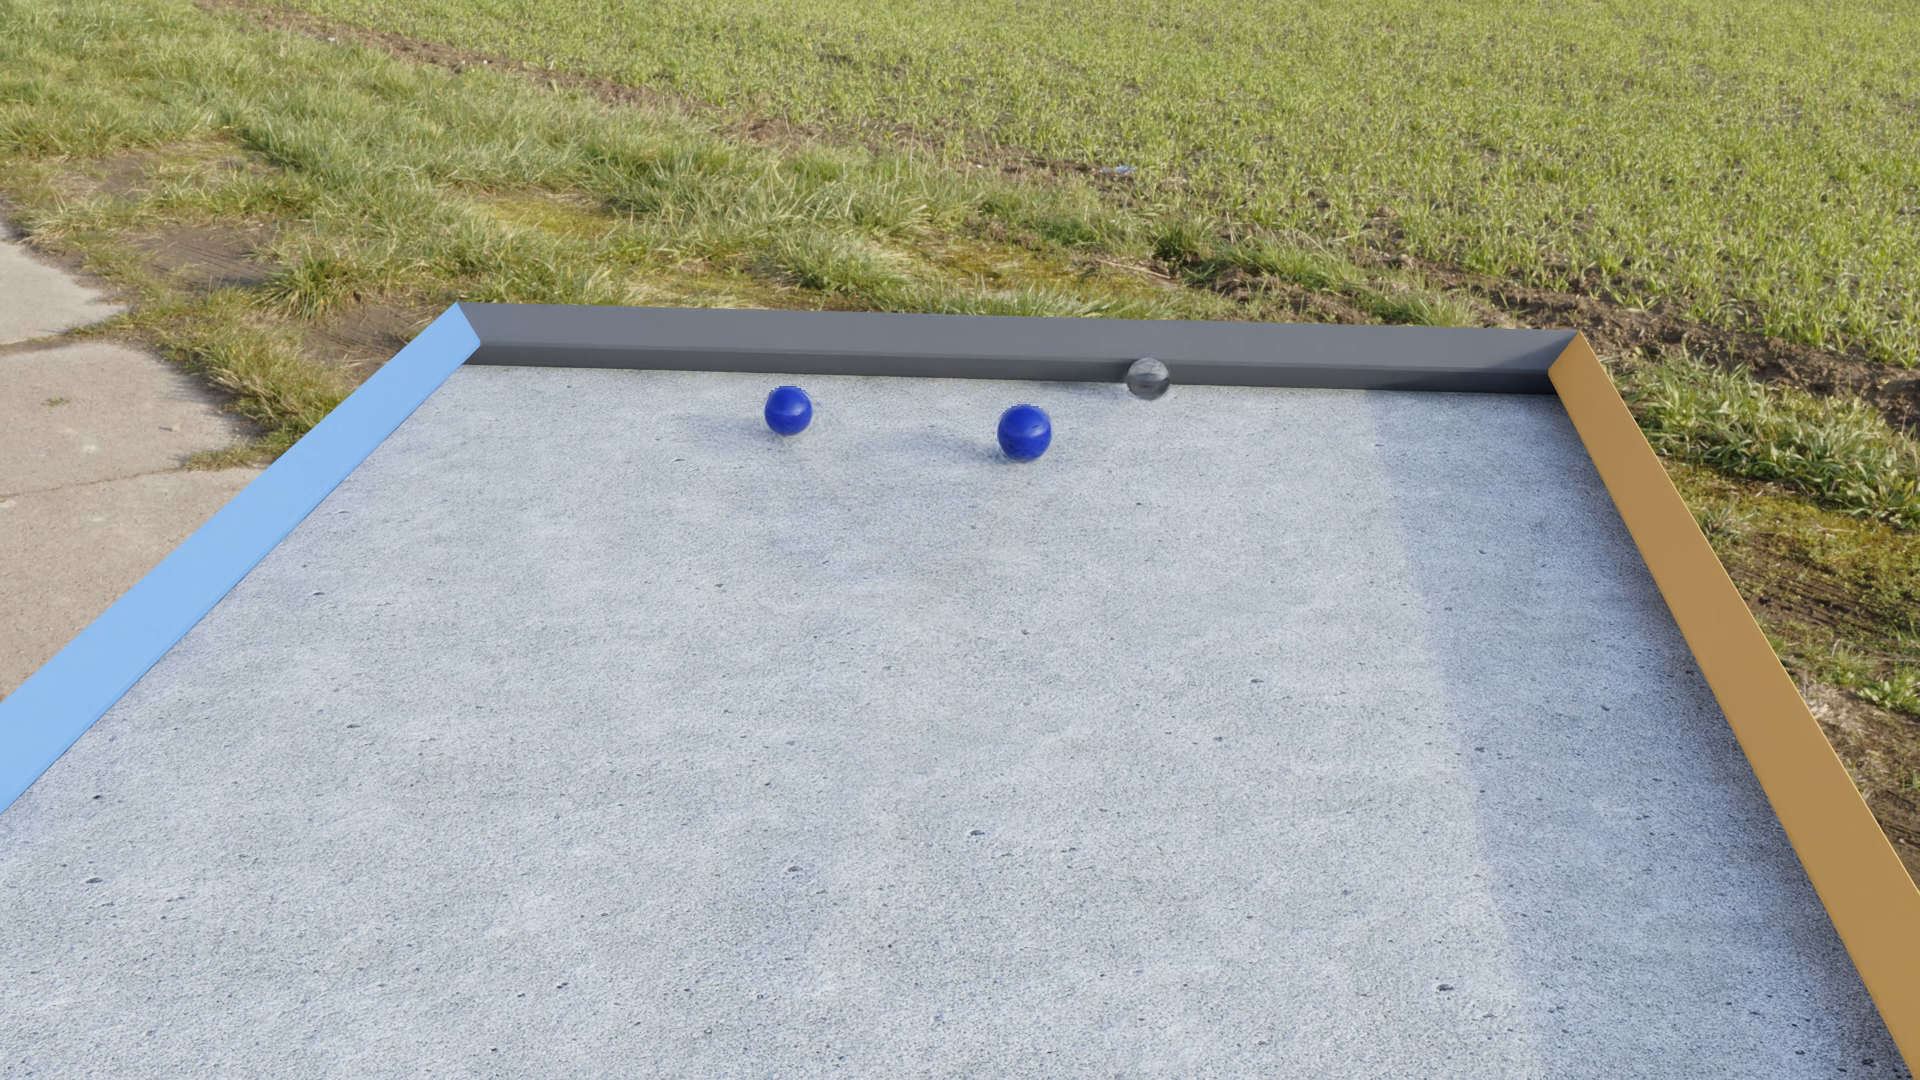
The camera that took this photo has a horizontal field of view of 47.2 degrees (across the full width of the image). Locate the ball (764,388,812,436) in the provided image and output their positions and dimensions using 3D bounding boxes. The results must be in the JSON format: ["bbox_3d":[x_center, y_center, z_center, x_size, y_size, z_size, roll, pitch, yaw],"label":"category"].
[{"bbox_3d":[-0.215,-0.160,2.753,0.061,0.061,0.061,0,22,0],"label":"ball"}]

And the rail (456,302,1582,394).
[{"bbox_3d":[0.059,-0.251,2.943,1.514,0.088,0.045,2,22,5],"label":"rail"}]

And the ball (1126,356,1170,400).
[{"bbox_3d":[0.247,-0.212,2.889,0.057,0.057,0.057,0,22,0],"label":"ball"}]

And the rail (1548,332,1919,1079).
[{"bbox_3d":[0.669,0.257,1.668,0.045,0.088,2.669,2,22,5],"label":"rail"}]

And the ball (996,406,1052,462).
[{"bbox_3d":[0.078,-0.129,2.665,0.068,0.068,0.068,0,22,0],"label":"ball"}]

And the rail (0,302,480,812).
[{"bbox_3d":[-0.791,0.207,1.793,0.045,0.088,2.669,2,22,5],"label":"rail"}]
